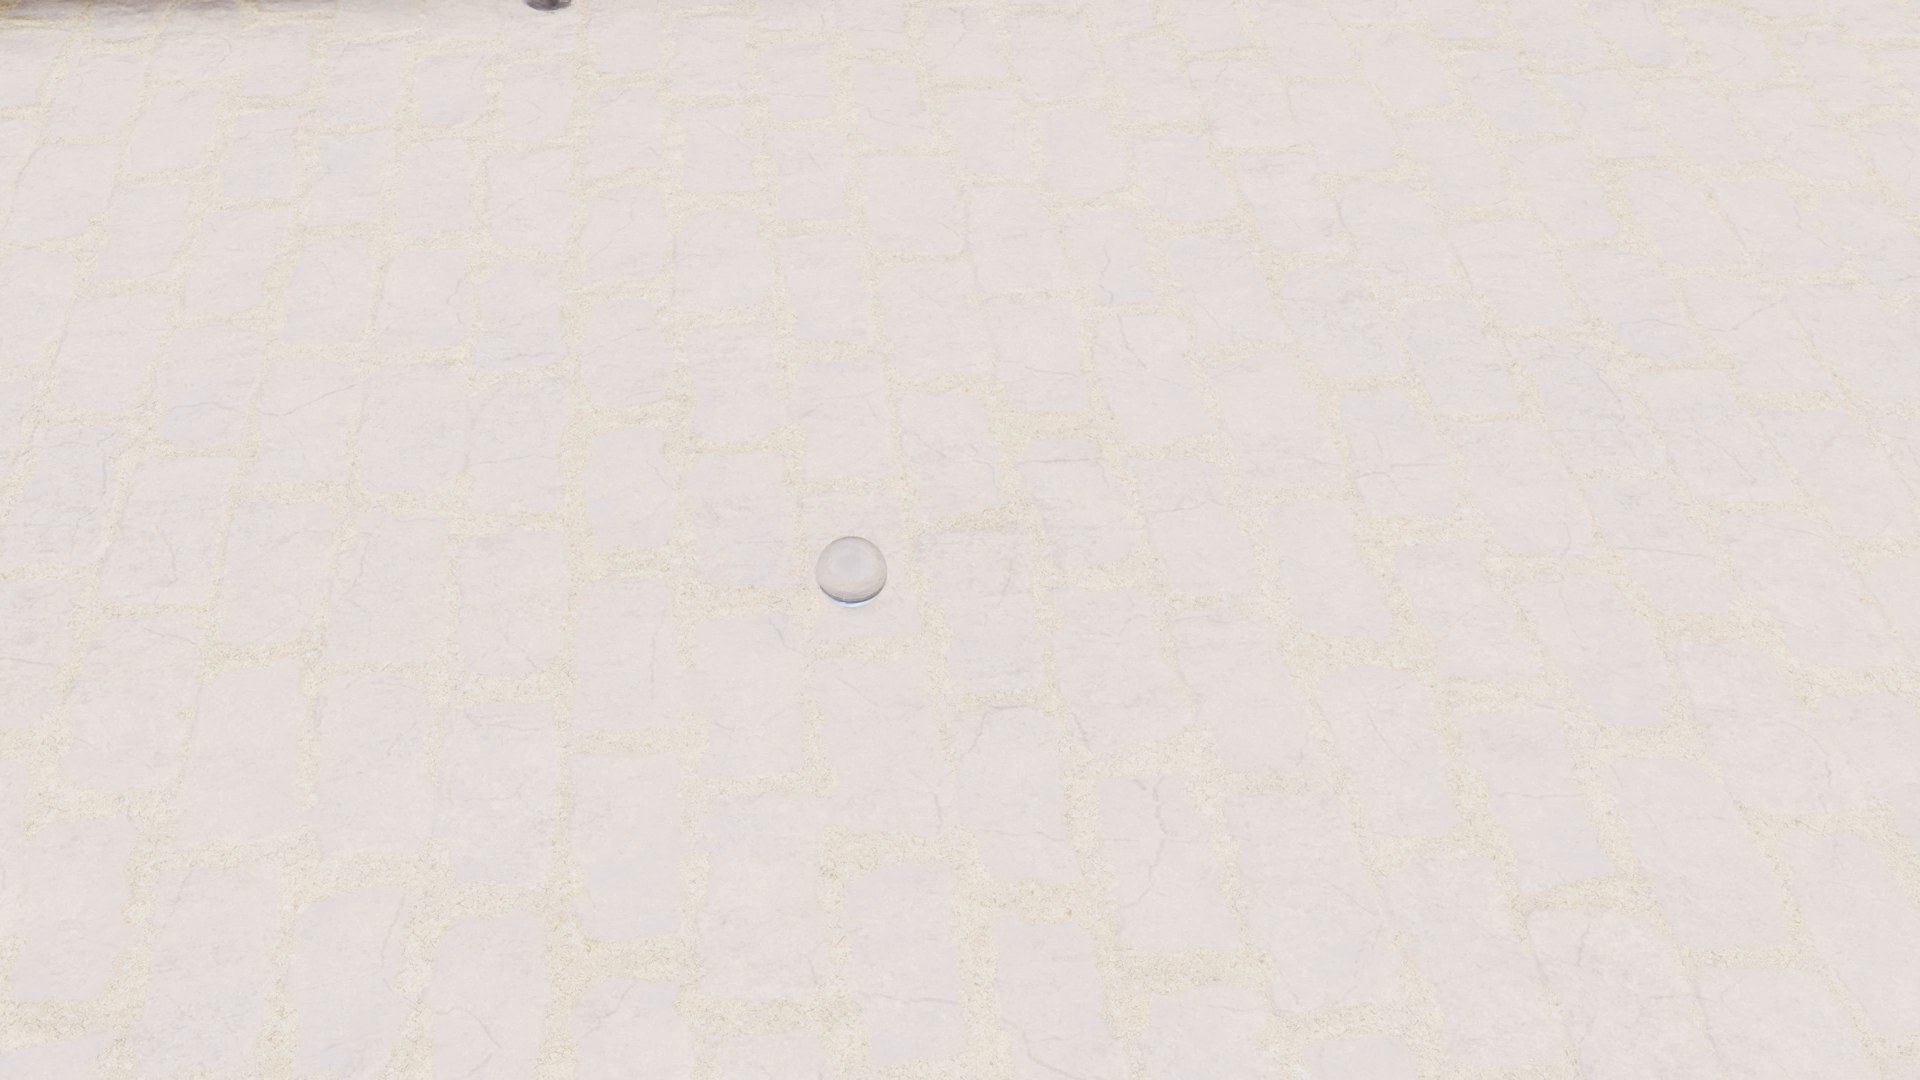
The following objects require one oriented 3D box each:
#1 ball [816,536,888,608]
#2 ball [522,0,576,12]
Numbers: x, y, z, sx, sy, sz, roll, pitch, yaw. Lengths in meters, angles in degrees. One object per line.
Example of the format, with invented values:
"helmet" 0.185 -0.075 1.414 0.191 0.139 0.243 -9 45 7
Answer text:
"ball" -0.065 0.019 1.544 0.043 0.043 0.043 0 37 0
"ball" -0.355 -0.485 2.203 0.064 0.064 0.064 0 37 0
